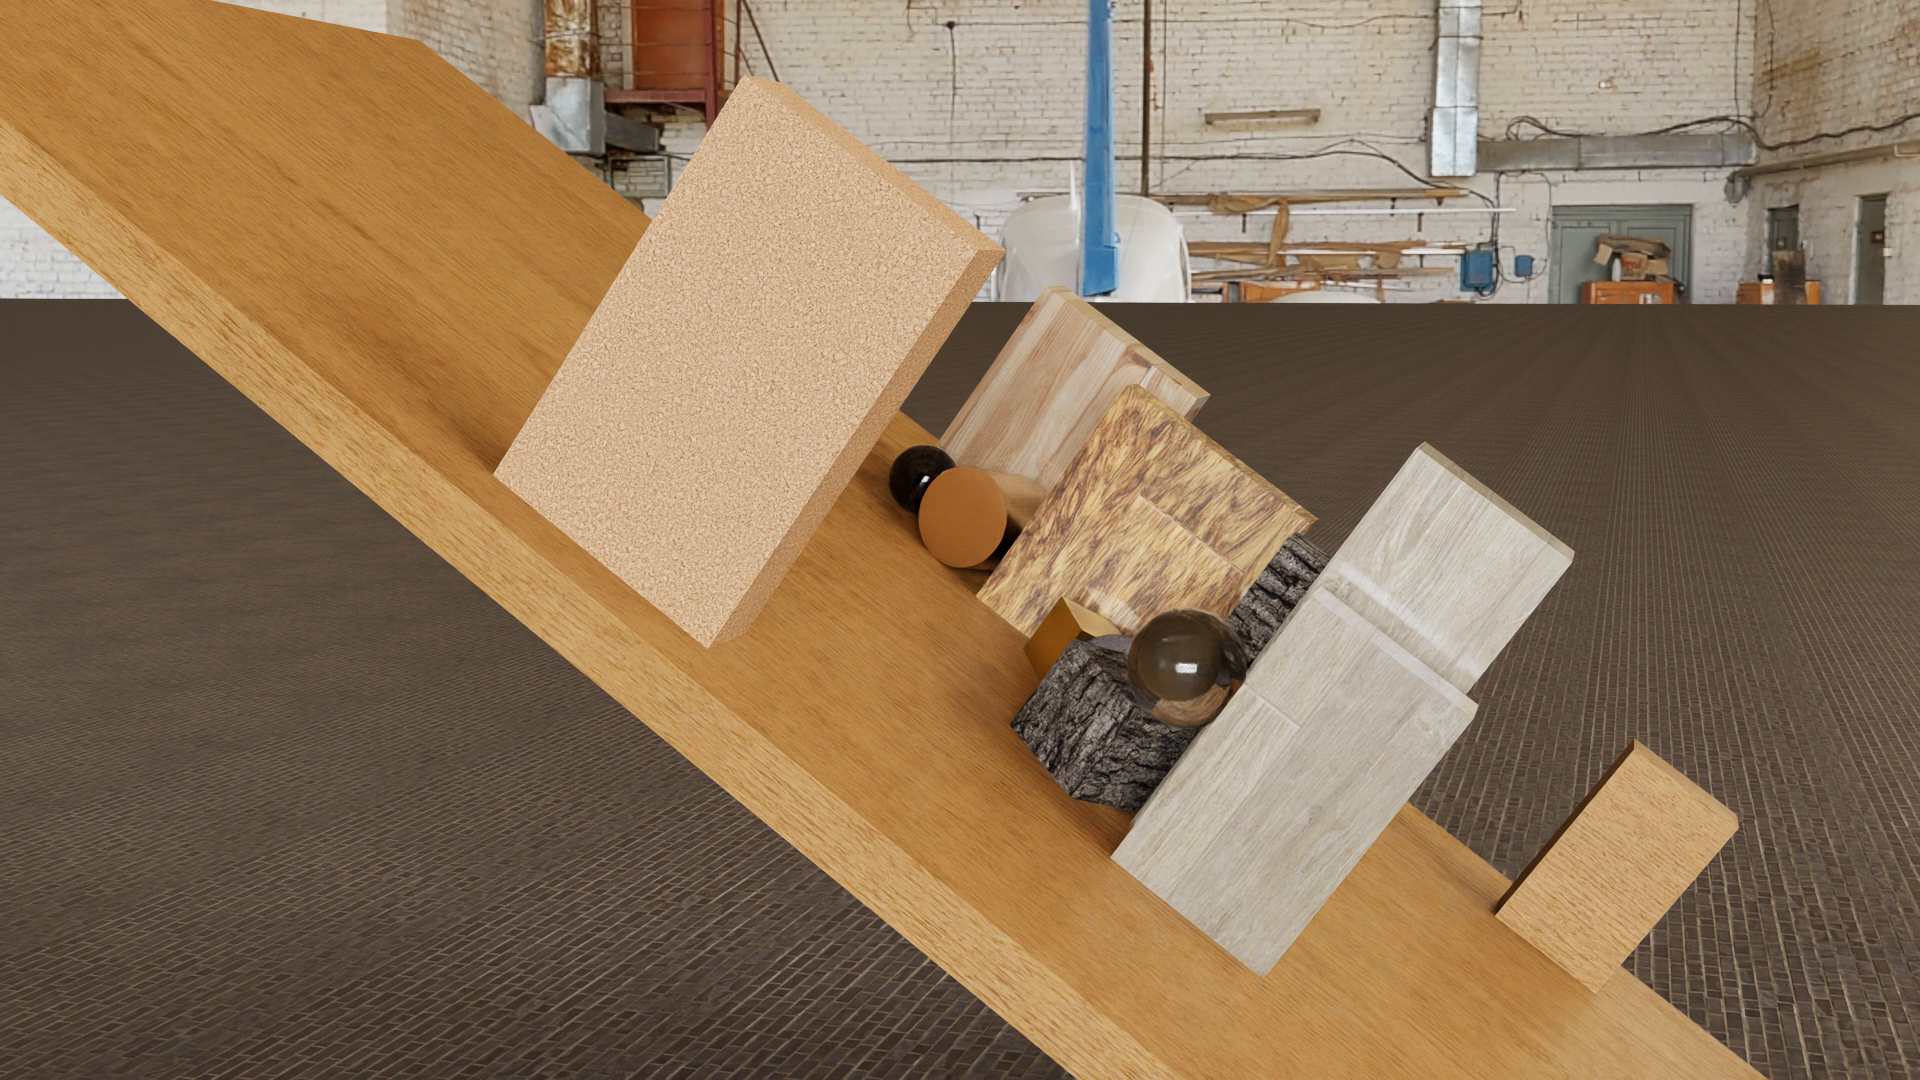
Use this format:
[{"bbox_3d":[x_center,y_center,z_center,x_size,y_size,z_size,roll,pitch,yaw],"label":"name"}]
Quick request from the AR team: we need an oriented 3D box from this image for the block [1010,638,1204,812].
[{"bbox_3d":[0.248,0.315,3.726,0.190,0.190,0.190,18,23,-46],"label":"block"}]

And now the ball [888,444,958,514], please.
[{"bbox_3d":[-0.072,-0.121,4.436,0.144,0.144,0.144,0,7,0],"label":"ball"}]

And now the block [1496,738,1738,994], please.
[{"bbox_3d":[1.334,0.663,4.478,0.250,0.448,0.113,38,16,10],"label":"block"}]

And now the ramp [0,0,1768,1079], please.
[{"bbox_3d":[-0.081,0.149,4.077,4.000,0.100,2.000,38,16,10],"label":"ramp"}]

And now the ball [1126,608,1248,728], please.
[{"bbox_3d":[0.368,0.207,3.573,0.195,0.195,0.195,0,7,0],"label":"ball"}]

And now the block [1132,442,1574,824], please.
[{"bbox_3d":[0.642,0.246,3.630,0.299,0.788,0.137,38,16,10],"label":"block"}]

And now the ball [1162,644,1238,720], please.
[{"bbox_3d":[0.415,0.246,3.809,0.133,0.133,0.133,0,7,0],"label":"ball"}]

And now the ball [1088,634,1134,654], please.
[{"bbox_3d":[0.277,0.261,3.958,0.184,0.184,0.184,0,7,0],"label":"ball"}]

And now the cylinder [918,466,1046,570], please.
[{"bbox_3d":[0.053,-0.039,4.355,0.198,0.198,0.198,4,-1,30],"label":"cylinder"}]

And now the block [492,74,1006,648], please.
[{"bbox_3d":[-0.319,-0.259,3.255,0.428,0.716,0.145,38,16,10],"label":"block"}]

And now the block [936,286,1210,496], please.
[{"bbox_3d":[0.195,-0.195,4.498,0.378,0.523,0.147,38,16,10],"label":"block"}]

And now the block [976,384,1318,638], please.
[{"bbox_3d":[0.351,0.035,4.180,0.429,0.504,0.094,38,16,10],"label":"block"}]

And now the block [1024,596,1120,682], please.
[{"bbox_3d":[0.221,0.210,4.097,0.128,0.128,0.128,27,17,-27],"label":"block"}]

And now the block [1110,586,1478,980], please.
[{"bbox_3d":[0.522,0.381,3.456,0.304,0.535,0.109,38,16,10],"label":"block"}]

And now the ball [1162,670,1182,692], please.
[{"bbox_3d":[0.368,0.311,4.086,0.138,0.138,0.138,0,7,0],"label":"ball"}]

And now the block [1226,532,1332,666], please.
[{"bbox_3d":[0.568,0.286,3.893,0.322,0.502,0.107,38,16,10],"label":"block"}]
